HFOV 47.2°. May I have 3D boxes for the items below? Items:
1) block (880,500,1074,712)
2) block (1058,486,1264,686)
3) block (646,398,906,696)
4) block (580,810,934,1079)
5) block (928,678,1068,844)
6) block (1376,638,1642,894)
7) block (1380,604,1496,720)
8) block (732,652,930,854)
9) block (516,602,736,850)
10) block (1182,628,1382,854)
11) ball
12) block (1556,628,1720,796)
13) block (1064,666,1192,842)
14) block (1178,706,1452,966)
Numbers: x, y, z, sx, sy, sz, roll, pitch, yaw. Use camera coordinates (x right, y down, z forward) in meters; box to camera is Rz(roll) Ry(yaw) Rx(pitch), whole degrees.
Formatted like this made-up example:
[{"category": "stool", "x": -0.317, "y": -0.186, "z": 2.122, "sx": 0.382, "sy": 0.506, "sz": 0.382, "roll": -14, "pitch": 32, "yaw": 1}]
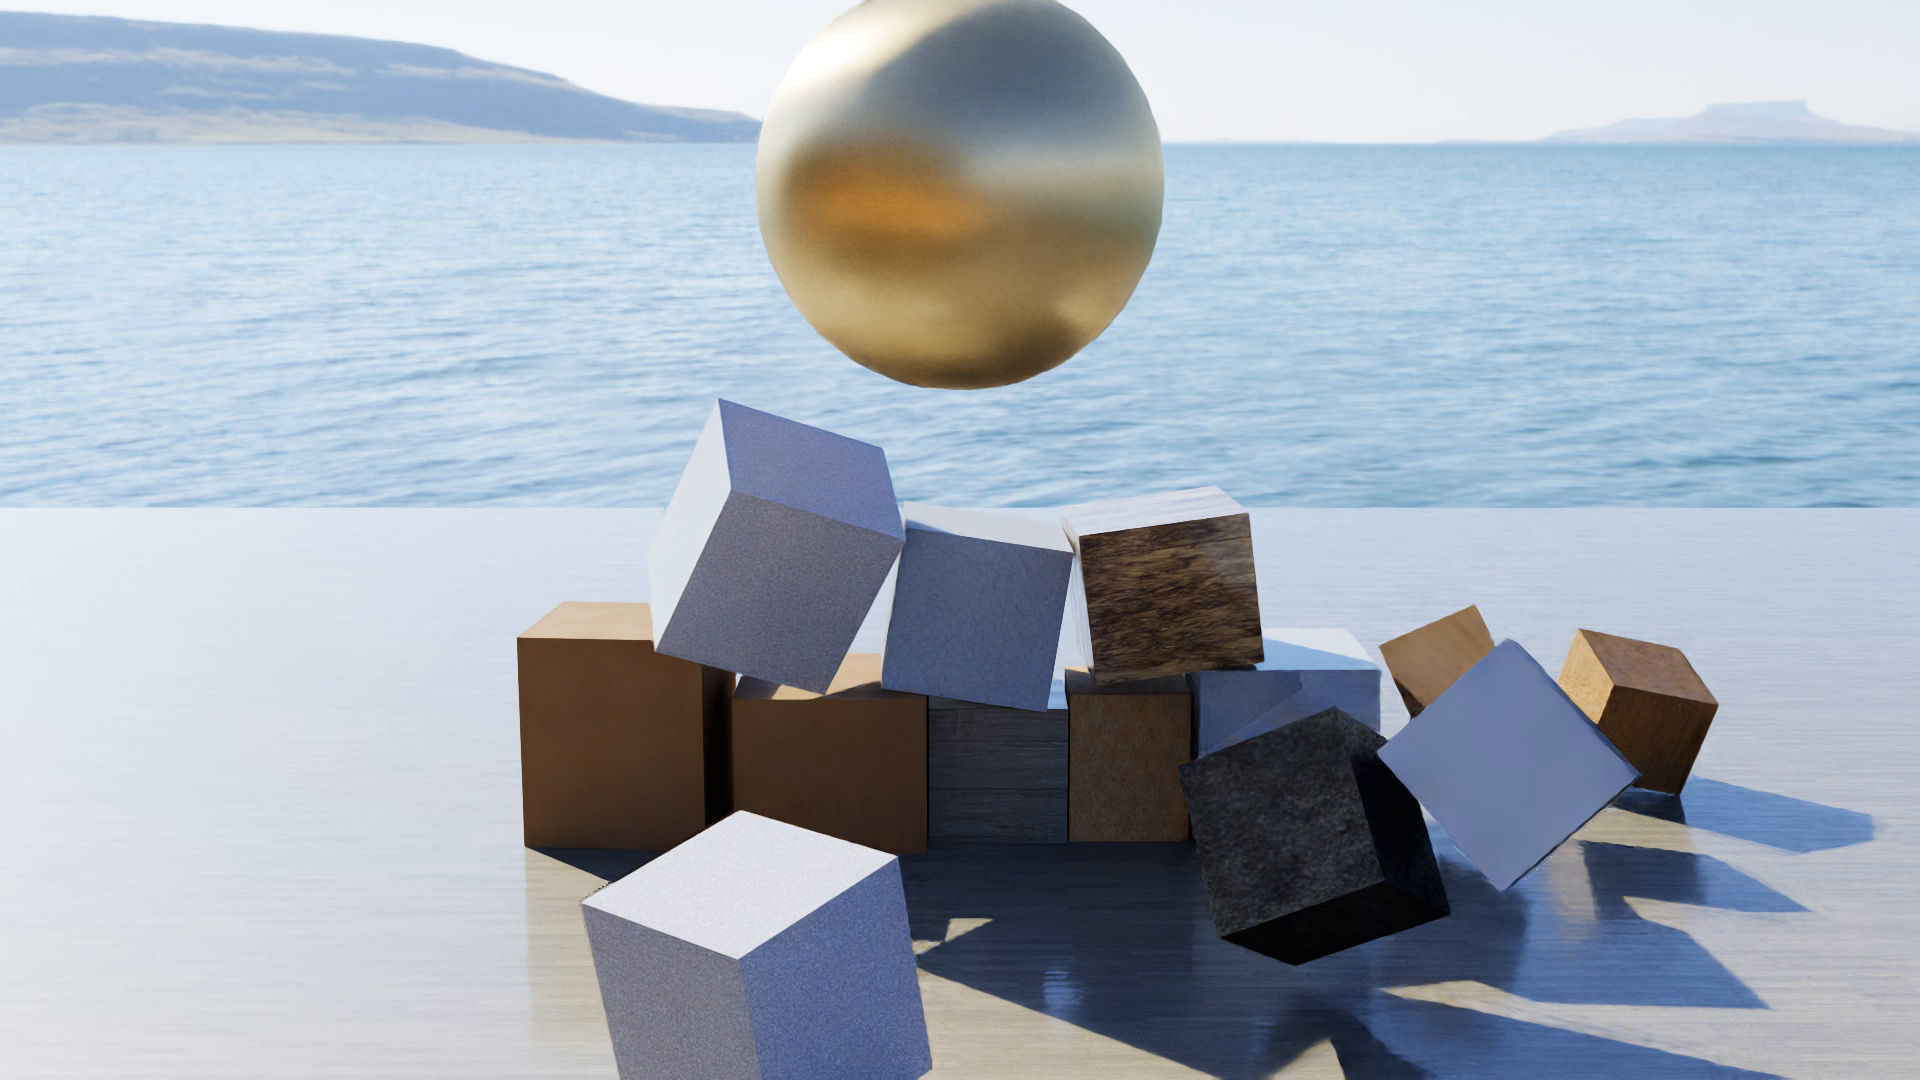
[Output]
[{"category": "block", "x": 0.070, "y": 0.325, "z": 11.227, "sx": 0.829, "sy": 0.818, "sz": 0.790, "roll": 8, "pitch": 10, "yaw": -4}, {"category": "block", "x": 1.007, "y": 0.213, "z": 11.156, "sx": 0.838, "sy": 0.752, "sz": 0.898, "roll": -8, "pitch": 10, "yaw": -2}, {"category": "block", "x": -0.927, "y": 0.037, "z": 10.817, "sx": 0.892, "sy": 0.990, "sz": 0.811, "roll": 16, "pitch": 30, "yaw": -22}, {"category": "block", "x": -0.718, "y": 1.605, "z": 7.901, "sx": 0.817, "sy": 0.872, "sz": 0.782, "roll": 9, "pitch": 26, "yaw": 41}, {"category": "block", "x": 0.193, "y": 1.133, "z": 11.375, "sx": 0.697, "sy": 0.701, "sz": 0.628, "roll": 0, "pitch": 10, "yaw": 0}, {"category": "block", "x": 2.193, "y": 0.893, "z": 8.756, "sx": 0.712, "sy": 0.679, "sz": 0.623, "roll": 50, "pitch": 11, "yaw": 17}, {"category": "block", "x": 2.579, "y": 0.820, "z": 11.334, "sx": 0.533, "sy": 0.574, "sz": 0.623, "roll": -24, "pitch": 50, "yaw": 9}, {"category": "block", "x": -0.644, "y": 1.086, "z": 11.373, "sx": 0.957, "sy": 0.795, "sz": 0.991, "roll": 0, "pitch": 10, "yaw": 0}, {"category": "block", "x": -1.694, "y": 0.942, "z": 11.365, "sx": 0.926, "sy": 1.080, "sz": 0.871, "roll": 1, "pitch": 10, "yaw": 5}, {"category": "block", "x": 1.623, "y": 1.018, "z": 11.349, "sx": 0.890, "sy": 0.937, "sz": 0.935, "roll": 0, "pitch": 10, "yaw": -1}, {"category": "ball", "x": 0.000, "y": -1.381, "z": 8.586, "sx": 1.600, "sy": 1.600, "sz": 1.600, "roll": 0, "pitch": 10, "yaw": 0}, {"category": "block", "x": 3.668, "y": 0.938, "z": 12.063, "sx": 0.602, "sy": 0.577, "sz": 0.637, "roll": 11, "pitch": 25, "yaw": -8}, {"category": "block", "x": 0.855, "y": 1.098, "z": 11.387, "sx": 0.607, "sy": 0.765, "sz": 0.613, "roll": 0, "pitch": 10, "yaw": 0}, {"category": "block", "x": 1.459, "y": 1.236, "z": 9.051, "sx": 0.718, "sy": 0.737, "sz": 0.765, "roll": -24, "pitch": -29, "yaw": 24}]
